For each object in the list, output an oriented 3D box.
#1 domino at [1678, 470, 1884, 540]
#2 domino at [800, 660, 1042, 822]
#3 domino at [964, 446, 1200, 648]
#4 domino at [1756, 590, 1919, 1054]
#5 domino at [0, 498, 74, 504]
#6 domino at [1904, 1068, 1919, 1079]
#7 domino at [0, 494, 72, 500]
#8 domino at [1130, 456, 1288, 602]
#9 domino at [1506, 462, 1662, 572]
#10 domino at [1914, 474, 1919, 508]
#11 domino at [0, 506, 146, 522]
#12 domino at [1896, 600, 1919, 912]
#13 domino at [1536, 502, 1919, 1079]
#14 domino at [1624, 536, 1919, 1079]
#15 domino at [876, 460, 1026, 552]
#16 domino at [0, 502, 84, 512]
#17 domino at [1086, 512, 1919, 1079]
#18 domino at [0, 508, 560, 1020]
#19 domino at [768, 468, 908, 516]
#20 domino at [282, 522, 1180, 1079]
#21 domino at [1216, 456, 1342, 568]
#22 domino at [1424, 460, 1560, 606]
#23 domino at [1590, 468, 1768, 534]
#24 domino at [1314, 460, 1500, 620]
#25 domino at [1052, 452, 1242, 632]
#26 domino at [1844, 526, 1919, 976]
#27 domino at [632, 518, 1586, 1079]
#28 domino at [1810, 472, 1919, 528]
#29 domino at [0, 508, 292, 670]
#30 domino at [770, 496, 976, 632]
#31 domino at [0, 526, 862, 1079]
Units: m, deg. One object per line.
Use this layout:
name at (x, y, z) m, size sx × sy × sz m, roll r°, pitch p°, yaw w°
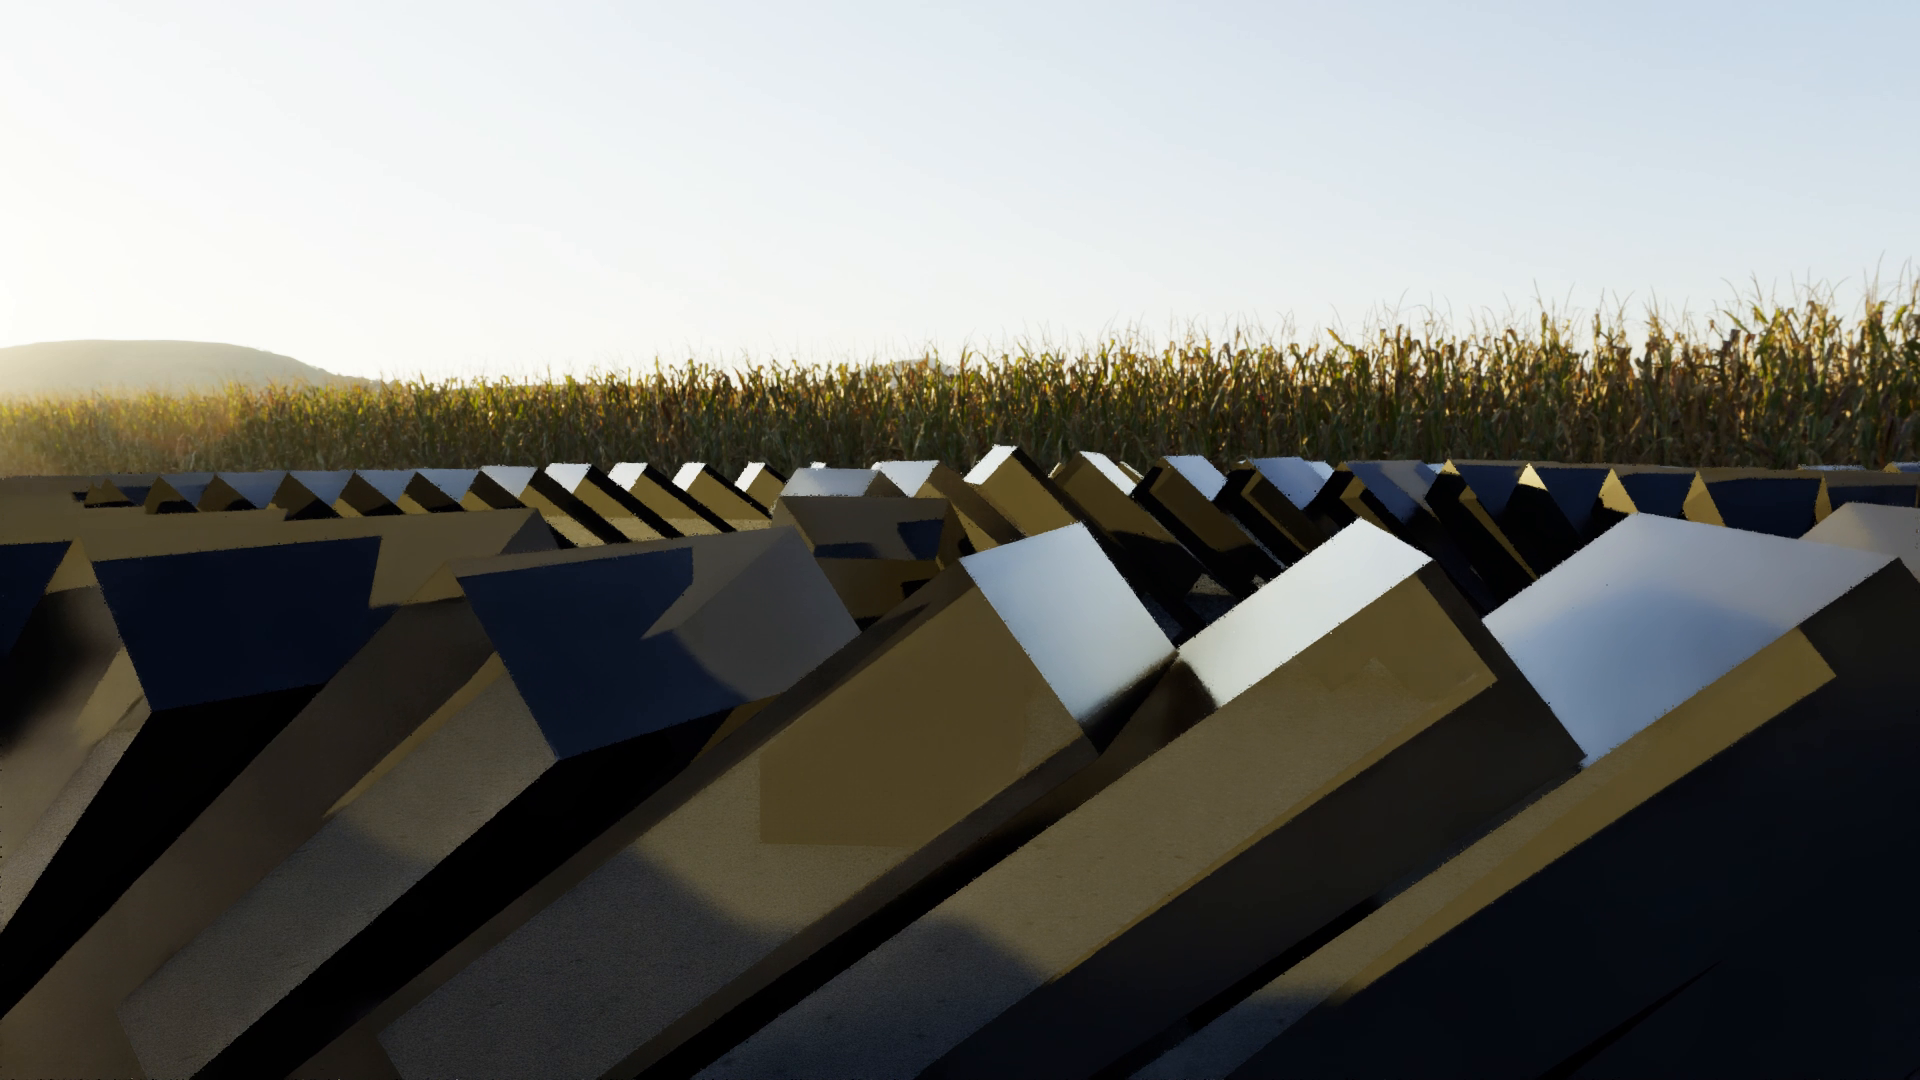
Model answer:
domino at (0.118, 0.010, 0.171) m, size 0.025 × 0.010 × 0.050 m, roll 1°, pitch 43°, yaw 7°
domino at (-0.003, 0.025, 0.170) m, size 0.025 × 0.009 × 0.050 m, roll 0°, pitch 4°, yaw 6°
domino at (0.023, 0.003, 0.243) m, size 0.050 × 0.009 × 0.025 m, roll 45°, pitch -2°, yaw -9°
domino at (0.083, 0.016, 0.095) m, size 0.050 × 0.010 × 0.025 m, roll -46°, pitch 28°, yaw -24°
domino at (-0.097, 0.014, 0.124) m, size 0.025 × 0.010 × 0.050 m, roll -2°, pitch -32°, yaw -26°
domino at (0.055, 0.018, 0.072) m, size 0.050 × 0.009 × 0.025 m, roll -40°, pitch 11°, yaw -5°
domino at (-0.105, 0.013, 0.139) m, size 0.025 × 0.010 × 0.050 m, roll -2°, pitch -32°, yaw -21°
domino at (0.058, 0.004, 0.246) m, size 0.050 × 0.010 × 0.025 m, roll 46°, pitch 22°, yaw 17°
domino at (0.111, 0.008, 0.204) m, size 0.025 × 0.010 × 0.050 m, roll 0°, pitch 44°, yaw -10°
domino at (0.115, 0.013, 0.134) m, size 0.025 × 0.009 × 0.050 m, roll 5°, pitch 44°, yaw 34°
domino at (-0.076, 0.016, 0.097) m, size 0.025 × 0.009 × 0.050 m, roll -4°, pitch -32°, yaw -36°
domino at (0.106, 0.014, 0.121) m, size 0.025 × 0.010 × 0.050 m, roll 4°, pitch 44°, yaw 37°
domino at (0.038, 0.018, 0.068) m, size 0.050 × 0.010 × 0.025 m, roll -38°, pitch 6°, yaw 2°
domino at (0.070, 0.017, 0.084) m, size 0.050 × 0.010 × 0.025 m, roll -45°, pitch 22°, yaw -18°
domino at (0.006, 0.005, 0.231) m, size 0.050 × 0.009 × 0.025 m, roll 41°, pitch -15°, yaw -22°
domino at (-0.087, 0.015, 0.110) m, size 0.025 × 0.010 × 0.050 m, roll -3°, pitch -32°, yaw -30°
domino at (0.021, 0.018, 0.066) m, size 0.050 × 0.009 × 0.025 m, roll -38°, pitch 0°, yaw 8°
domino at (-0.046, 0.017, 0.078) m, size 0.050 × 0.010 × 0.025 m, roll -42°, pitch -18°, yaw 28°
domino at (-0.007, 0.007, 0.220) m, size 0.050 × 0.010 × 0.025 m, roll 43°, pitch -22°, yaw -31°
domino at (-0.013, 0.018, 0.069) m, size 0.050 × 0.009 × 0.025 m, roll -38°, pitch -7°, yaw 16°
domino at (0.073, 0.005, 0.240) m, size 0.025 × 0.009 × 0.050 m, roll -6°, pitch 49°, yaw -52°
domino at (0.104, 0.006, 0.220) m, size 0.025 × 0.010 × 0.050 m, roll 0°, pitch 44°, yaw -19°
domino at (0.116, 0.009, 0.187) m, size 0.025 × 0.010 × 0.050 m, roll 0°, pitch 43°, yaw -2°
domino at (0.090, 0.005, 0.232) m, size 0.025 × 0.010 × 0.050 m, roll -3°, pitch 45°, yaw -37°
domino at (0.041, 0.003, 0.250) m, size 0.050 × 0.009 × 0.025 m, roll 44°, pitch 13°, yaw 10°
domino at (0.094, 0.015, 0.108) m, size 0.025 × 0.009 × 0.050 m, roll 4°, pitch 44°, yaw 42°
domino at (0.004, 0.018, 0.067) m, size 0.050 × 0.009 × 0.025 m, roll -38°, pitch -3°, yaw 12°
domino at (0.119, 0.012, 0.151) m, size 0.025 × 0.010 × 0.050 m, roll 2°, pitch 43°, yaw 23°
domino at (-0.063, 0.017, 0.086) m, size 0.025 × 0.010 × 0.050 m, roll -5°, pitch -31°, yaw -44°
domino at (-0.008, 0.010, 0.194) m, size 0.025 × 0.010 × 0.050 m, roll 1°, pitch -29°, yaw 18°
domino at (-0.030, 0.018, 0.072) m, size 0.050 × 0.009 × 0.025 m, roll -39°, pitch -13°, yaw 24°
